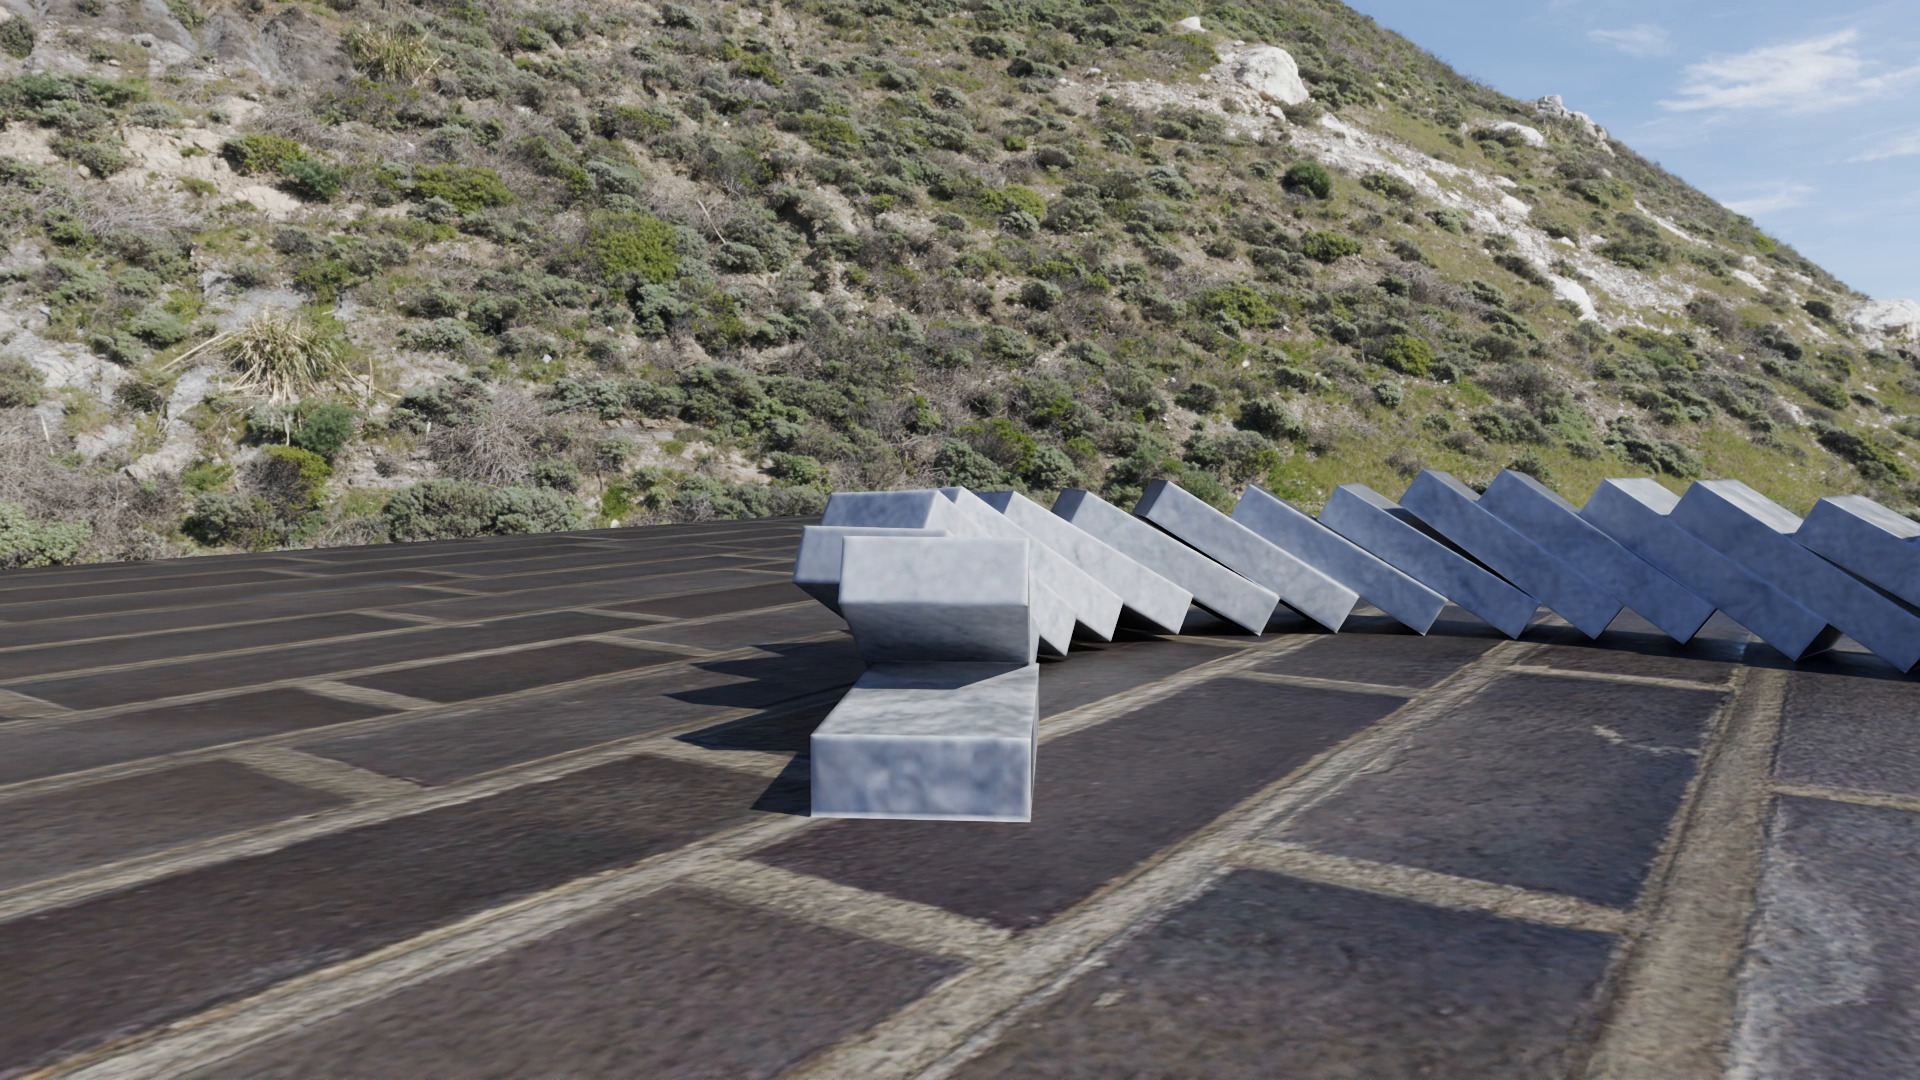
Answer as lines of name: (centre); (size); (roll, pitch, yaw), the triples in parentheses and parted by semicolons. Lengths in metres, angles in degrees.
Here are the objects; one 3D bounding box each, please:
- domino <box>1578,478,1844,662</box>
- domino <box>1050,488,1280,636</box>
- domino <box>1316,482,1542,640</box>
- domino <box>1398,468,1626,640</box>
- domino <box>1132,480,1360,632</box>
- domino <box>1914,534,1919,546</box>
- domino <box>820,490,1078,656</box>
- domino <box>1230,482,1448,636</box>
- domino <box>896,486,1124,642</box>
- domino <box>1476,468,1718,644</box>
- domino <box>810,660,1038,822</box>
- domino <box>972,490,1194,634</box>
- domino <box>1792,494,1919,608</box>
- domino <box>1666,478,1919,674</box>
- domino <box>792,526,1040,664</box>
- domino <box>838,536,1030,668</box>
domino: (0.160, 0.005, 0.271); (0.025, 0.009, 0.050); (-3, 38, -42)
domino: (0.045, 0.004, 0.293); (0.050, 0.009, 0.025); (28, 0, -9)
domino: (0.110, 0.004, 0.298); (0.050, 0.009, 0.025); (34, 19, 22)
domino: (0.126, 0.002, 0.291); (0.050, 0.010, 0.025); (40, 21, 24)
domino: (0.065, 0.003, 0.298); (0.050, 0.009, 0.025); (31, 3, -2)
domino: (0.201, 0.009, 0.227); (0.025, 0.009, 0.050); (-3, 34, -40)
domino: (-0.001, 0.007, 0.242); (0.025, 0.010, 0.050); (0, -27, 38)
domino: (0.088, 0.003, 0.300); (0.050, 0.009, 0.025); (32, 11, 10)
domino: (0.008, 0.006, 0.261); (0.050, 0.009, 0.025); (34, -22, -36)
domino: (0.141, 0.003, 0.282); (0.050, 0.009, 0.025); (41, 22, 26)
domino: (-0.003, 0.025, 0.170); (0.025, 0.009, 0.050); (0, 4, 5)
domino: (0.023, 0.005, 0.279); (0.050, 0.009, 0.025); (29, -12, -24)
domino: (0.188, 0.008, 0.241); (0.025, 0.010, 0.050); (-4, 34, -40)
domino: (0.172, 0.006, 0.258); (0.025, 0.009, 0.050); (-3, 38, -42)
domino: (-0.006, 0.011, 0.220); (0.025, 0.010, 0.050); (2, -20, 22)
domino: (-0.002, 0.013, 0.194); (0.025, 0.009, 0.050); (1, -21, 4)
